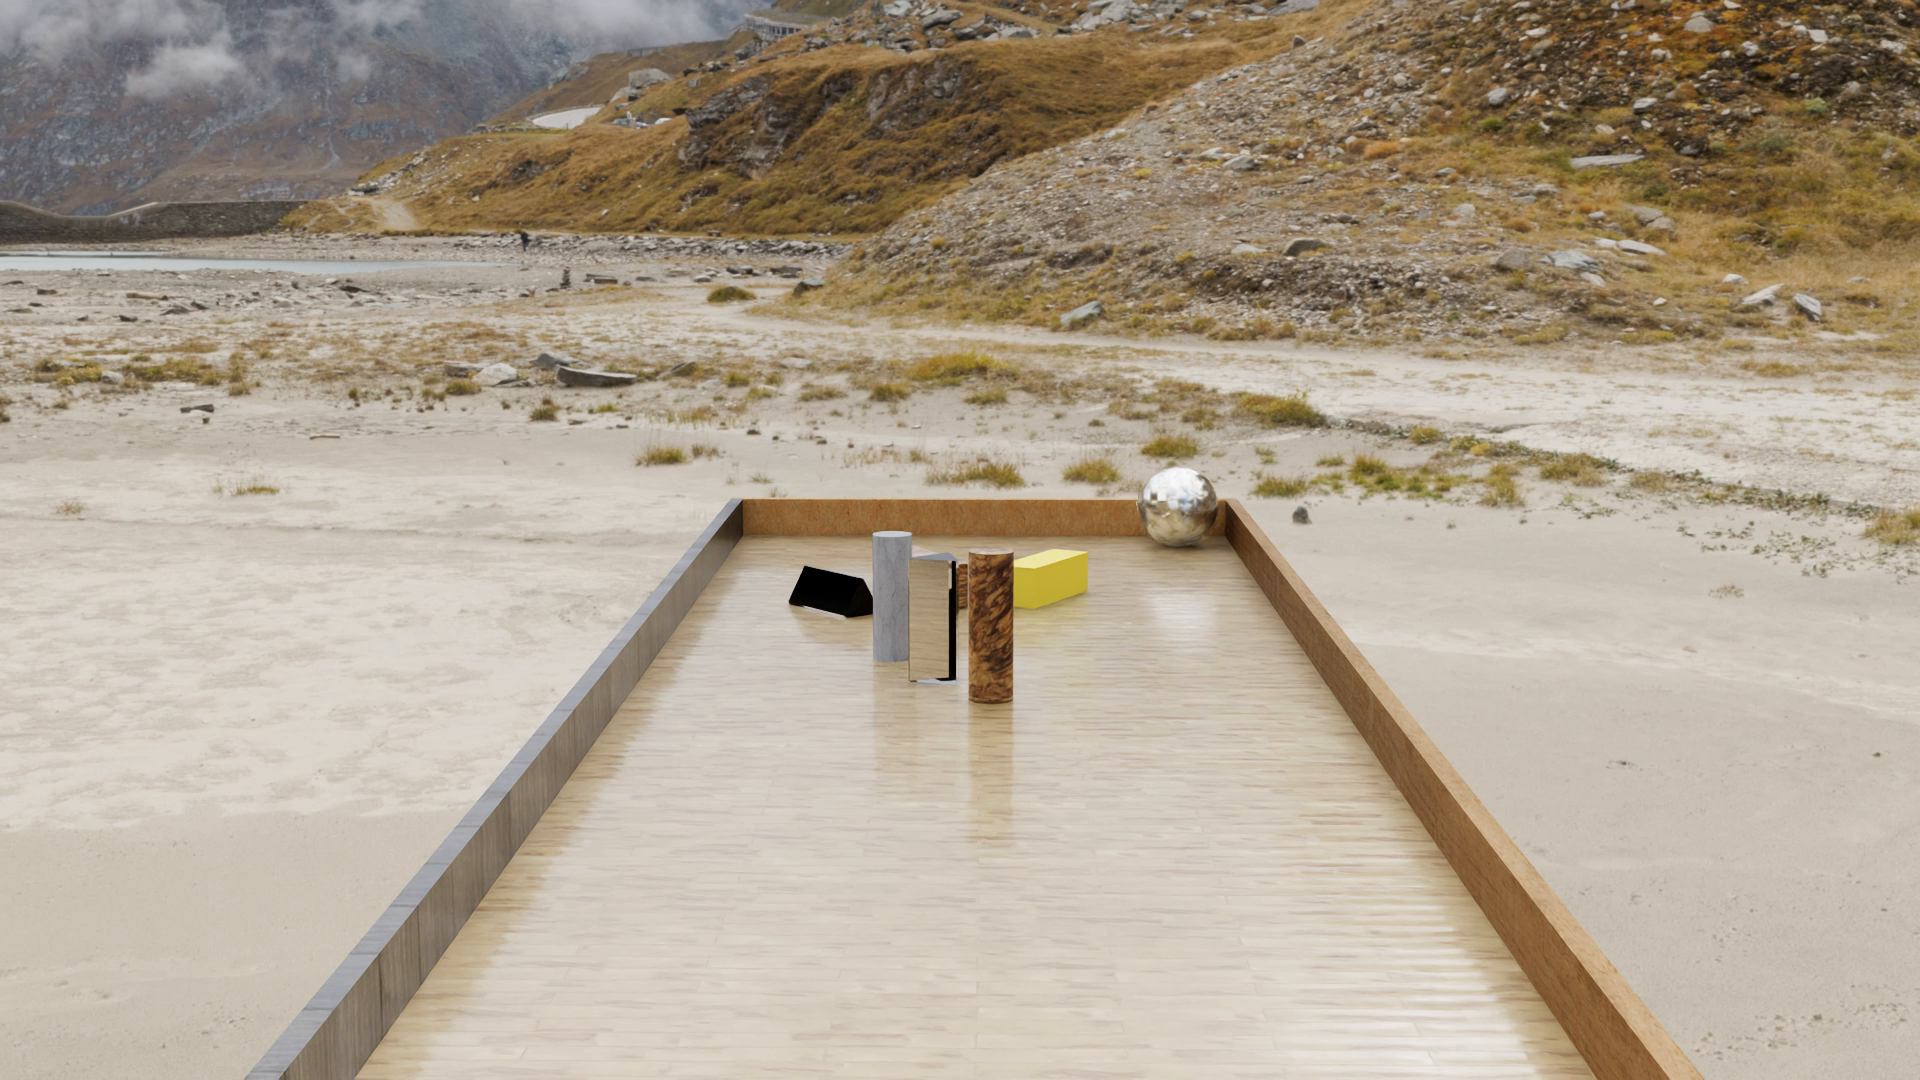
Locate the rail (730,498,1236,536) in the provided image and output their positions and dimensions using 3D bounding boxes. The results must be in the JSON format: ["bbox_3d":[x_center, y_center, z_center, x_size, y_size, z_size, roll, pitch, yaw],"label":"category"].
[{"bbox_3d":[0.099,-0.098,9.147,2.100,0.150,0.050,0,9,1],"label":"rail"}]

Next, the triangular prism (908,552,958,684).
[{"bbox_3d":[-0.057,0.226,6.422,0.151,0.363,0.131,3,10,19],"label":"triangular prism"}]

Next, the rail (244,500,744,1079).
[{"bbox_3d":[-1.004,0.839,3.234,0.050,0.150,12.000,0,9,1],"label":"rail"}]

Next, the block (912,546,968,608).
[{"bbox_3d":[-0.137,0.131,7.691,0.154,0.154,0.440,-4,10,-25],"label":"block"}]

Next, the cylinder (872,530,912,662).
[{"bbox_3d":[-0.206,0.171,6.701,0.120,0.384,0.120,0,9,0],"label":"cylinder"}]

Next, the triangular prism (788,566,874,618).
[{"bbox_3d":[-0.433,0.169,7.517,0.145,0.125,0.330,-7,11,-39],"label":"triangular prism"}]

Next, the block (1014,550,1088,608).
[{"bbox_3d":[0.295,0.134,7.721,0.139,0.139,0.401,5,10,30],"label":"block"}]

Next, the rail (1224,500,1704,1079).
[{"bbox_3d":[1.046,0.843,3.208,0.050,0.150,12.000,0,9,1],"label":"rail"}]

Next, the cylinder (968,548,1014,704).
[{"bbox_3d":[0.087,0.239,6.151,0.127,0.423,0.127,0,9,0],"label":"cylinder"}]

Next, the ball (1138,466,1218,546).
[{"bbox_3d":[0.878,-0.135,8.847,0.318,0.318,0.318,0,9,0],"label":"ball"}]
